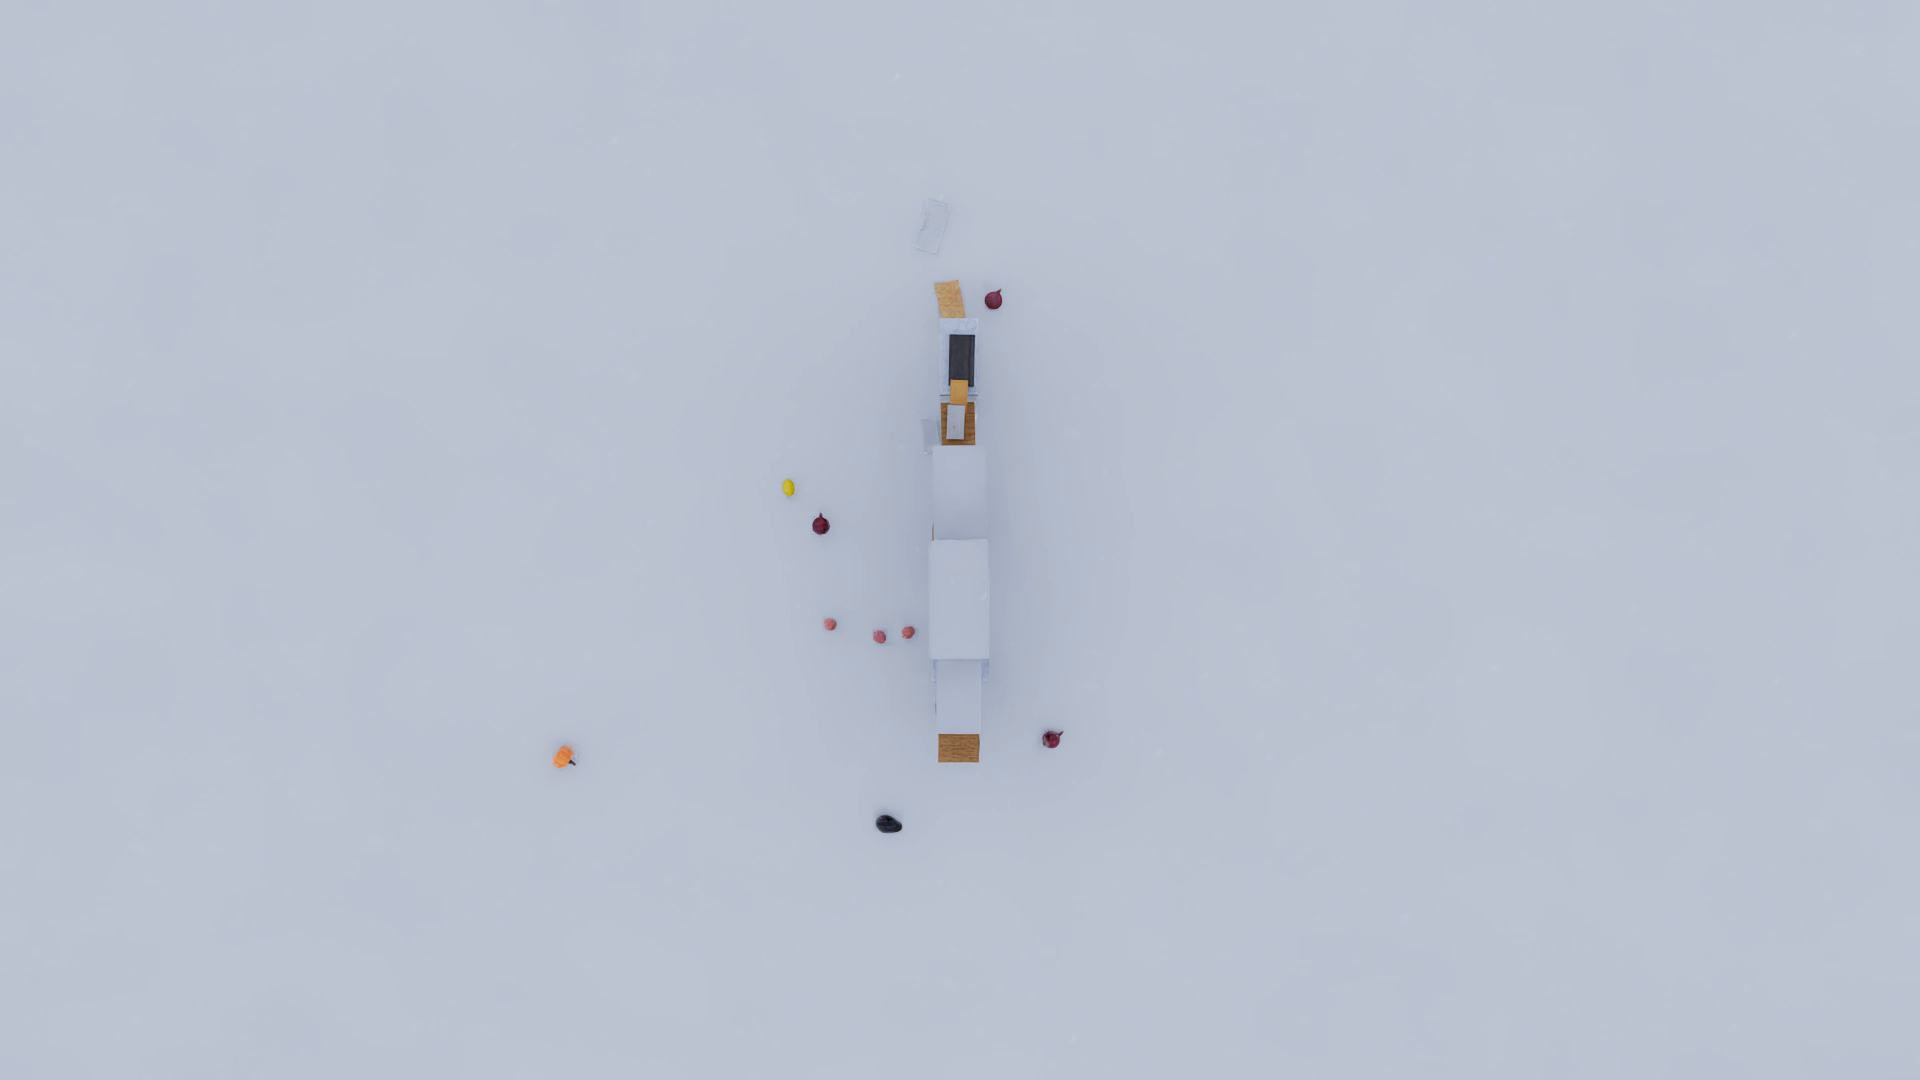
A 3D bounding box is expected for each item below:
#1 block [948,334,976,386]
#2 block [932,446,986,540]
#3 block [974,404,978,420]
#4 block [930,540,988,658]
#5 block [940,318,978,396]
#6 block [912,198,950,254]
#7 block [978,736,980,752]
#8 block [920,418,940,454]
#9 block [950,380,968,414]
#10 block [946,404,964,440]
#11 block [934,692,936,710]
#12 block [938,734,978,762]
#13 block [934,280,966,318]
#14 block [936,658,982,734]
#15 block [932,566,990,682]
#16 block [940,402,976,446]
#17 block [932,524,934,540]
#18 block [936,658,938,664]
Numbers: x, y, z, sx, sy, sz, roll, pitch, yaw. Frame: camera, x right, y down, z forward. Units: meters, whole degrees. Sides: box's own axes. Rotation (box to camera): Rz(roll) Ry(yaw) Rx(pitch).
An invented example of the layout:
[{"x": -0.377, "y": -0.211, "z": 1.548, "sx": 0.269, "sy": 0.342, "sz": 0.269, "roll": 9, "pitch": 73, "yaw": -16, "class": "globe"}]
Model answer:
[{"x": 0.005, "y": -0.567, "z": 5.212, "sx": 0.081, "sy": 0.023, "sz": 0.161, "roll": 1, "pitch": 90, "yaw": 0, "class": "block"}, {"x": 0.000, "y": -0.123, "z": 4.917, "sx": 0.158, "sy": 0.045, "sz": 0.316, "roll": 0, "pitch": 91, "yaw": 0, "class": "block"}, {"x": 0.004, "y": -0.418, "z": 5.392, "sx": 0.108, "sy": 0.215, "sz": 0.030, "roll": 0, "pitch": 90, "yaw": 0, "class": "block"}, {"x": -0.003, "y": 0.170, "z": 4.733, "sx": 0.169, "sy": 0.048, "sz": 0.338, "roll": 0, "pitch": 90, "yaw": 0, "class": "block"}, {"x": -0.004, "y": -0.581, "z": 5.241, "sx": 0.121, "sy": 0.034, "sz": 0.242, "roll": 0, "pitch": 90, "yaw": 0, "class": "block"}, {"x": -0.095, "y": -1.044, "z": 5.489, "sx": 0.081, "sy": 0.023, "sz": 0.161, "roll": 17, "pitch": 90, "yaw": 0, "class": "block"}, {"x": -0.003, "y": 0.657, "z": 5.371, "sx": 0.129, "sy": 0.257, "sz": 0.036, "roll": 2, "pitch": 90, "yaw": 0, "class": "block"}, {"x": -0.099, "y": -0.346, "z": 5.492, "sx": 0.054, "sy": 0.015, "sz": 0.109, "roll": -9, "pitch": 90, "yaw": 0, "class": "block"}, {"x": -0.004, "y": -0.453, "z": 5.212, "sx": 0.054, "sy": 0.015, "sz": 0.109, "roll": 3, "pitch": 121, "yaw": 0, "class": "block"}, {"x": -0.014, "y": -0.374, "z": 5.227, "sx": 0.054, "sy": 0.015, "sz": 0.109, "roll": 2, "pitch": 108, "yaw": 0, "class": "block"}, {"x": -0.010, "y": 0.507, "z": 5.022, "sx": 0.129, "sy": 0.370, "sz": 0.037, "roll": -4, "pitch": 75, "yaw": 0, "class": "block"}, {"x": -0.005, "y": 0.574, "z": 5.224, "sx": 0.129, "sy": 0.036, "sz": 0.257, "roll": 0, "pitch": 90, "yaw": 0, "class": "block"}, {"x": -0.030, "y": -0.778, "z": 5.489, "sx": 0.081, "sy": 0.023, "sz": 0.161, "roll": -11, "pitch": 90, "yaw": 0, "class": "block"}, {"x": -0.003, "y": 0.435, "z": 4.818, "sx": 0.129, "sy": 0.037, "sz": 0.258, "roll": 0, "pitch": 92, "yaw": 0, "class": "block"}, {"x": 0.002, "y": 0.261, "z": 5.119, "sx": 0.178, "sy": 0.050, "sz": 0.356, "roll": 0, "pitch": 90, "yaw": 0, "class": "block"}, {"x": -0.005, "y": -0.332, "z": 5.266, "sx": 0.108, "sy": 0.030, "sz": 0.215, "roll": -2, "pitch": 93, "yaw": 0, "class": "block"}, {"x": -0.004, "y": -0.034, "z": 5.125, "sx": 0.158, "sy": 0.365, "sz": 0.045, "roll": 0, "pitch": 97, "yaw": 0, "class": "block"}, {"x": -0.004, "y": 0.361, "z": 4.964, "sx": 0.129, "sy": 0.258, "sz": 0.037, "roll": 0, "pitch": 79, "yaw": 0, "class": "block"}]
